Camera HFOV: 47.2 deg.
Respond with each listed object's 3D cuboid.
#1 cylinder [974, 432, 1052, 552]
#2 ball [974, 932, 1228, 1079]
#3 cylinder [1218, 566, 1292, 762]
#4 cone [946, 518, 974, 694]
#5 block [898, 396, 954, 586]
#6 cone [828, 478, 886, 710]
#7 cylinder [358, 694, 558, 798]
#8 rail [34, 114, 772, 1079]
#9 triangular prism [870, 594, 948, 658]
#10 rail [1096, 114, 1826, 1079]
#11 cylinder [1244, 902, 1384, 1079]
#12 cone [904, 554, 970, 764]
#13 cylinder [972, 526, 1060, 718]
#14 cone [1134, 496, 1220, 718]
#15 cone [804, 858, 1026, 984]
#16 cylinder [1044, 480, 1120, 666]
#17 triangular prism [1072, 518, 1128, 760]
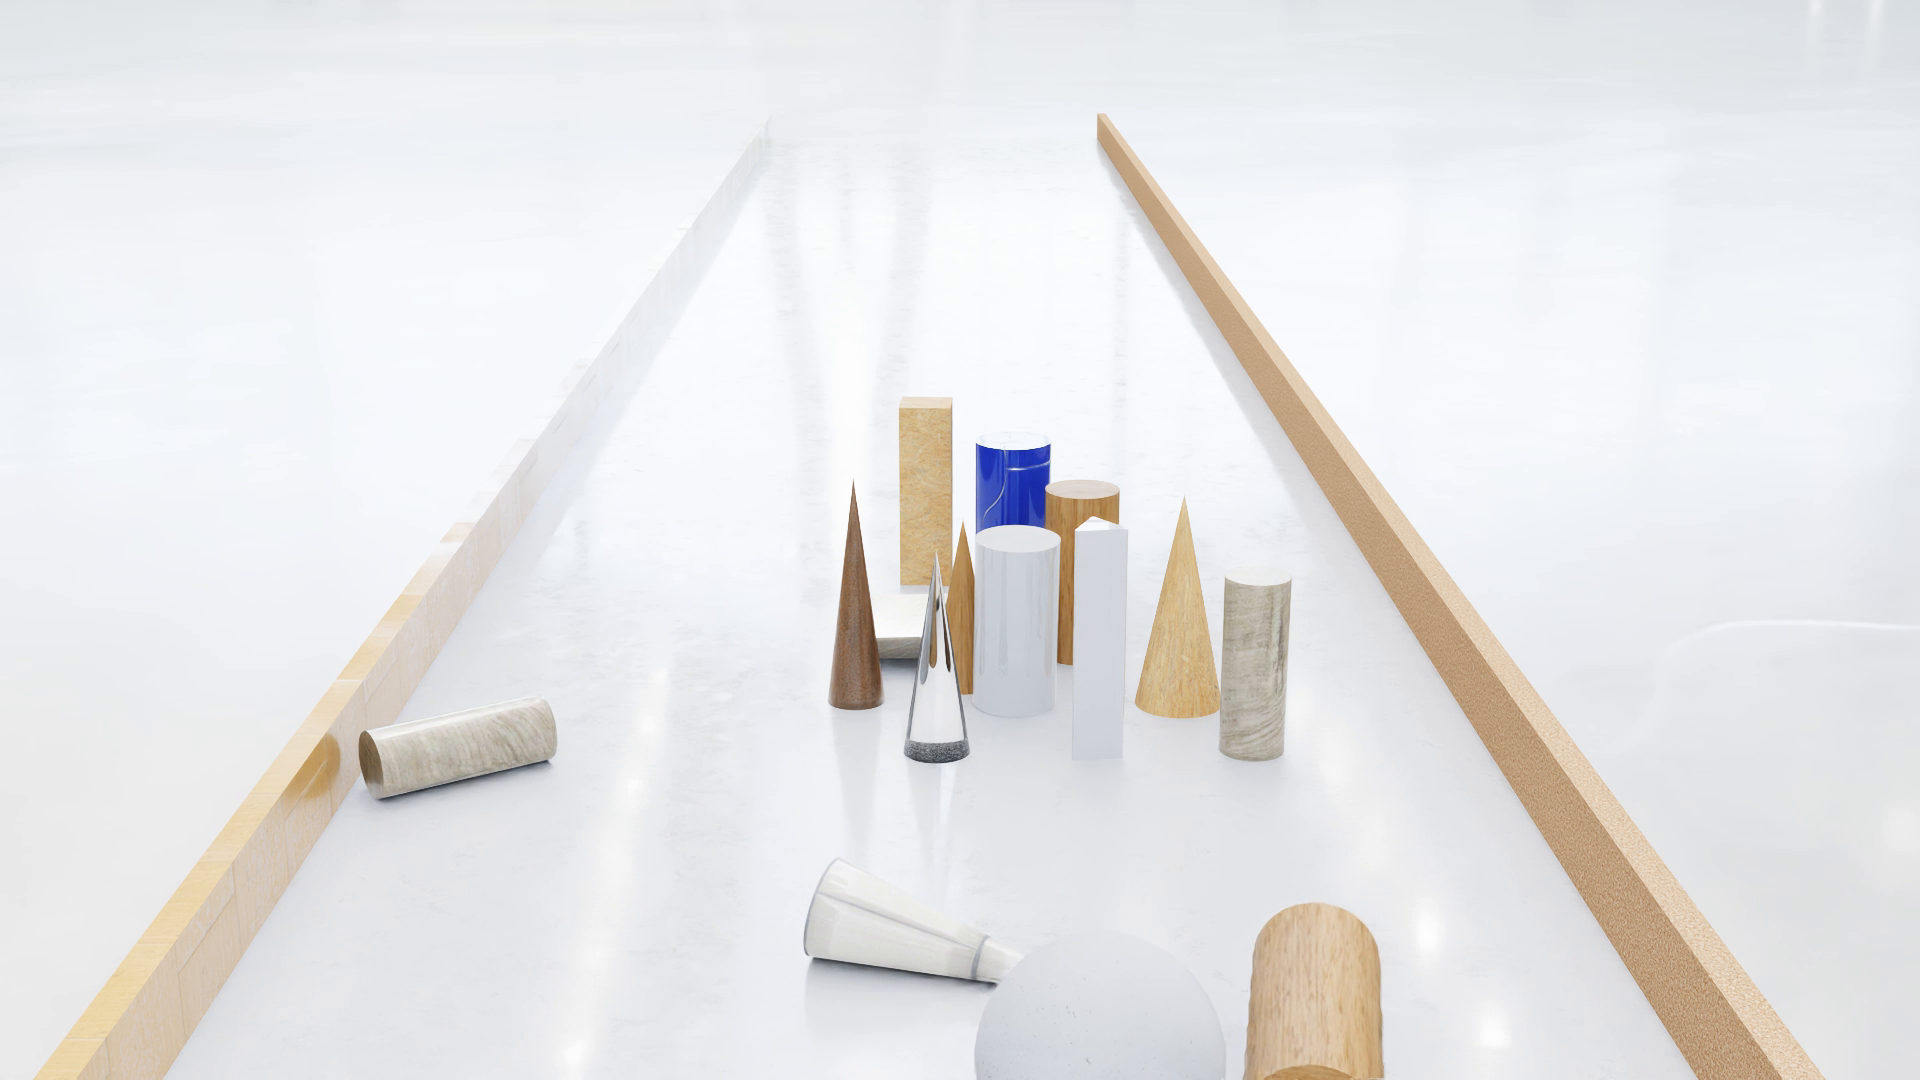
[{"bbox_3d":[0.112,-0.026,4.648,0.160,0.380,0.160,0,17,0],"label":"cylinder"},{"bbox_3d":[0.167,0.619,2.618,0.300,0.300,0.300,0,17,0],"label":"ball"},{"bbox_3d":[0.524,0.220,3.912,0.117,0.328,0.117,0,17,0],"label":"cylinder"},{"bbox_3d":[0.006,0.118,4.240,0.129,0.336,0.129,0,17,0],"label":"cone"},{"bbox_3d":[-0.075,-0.109,4.883,0.112,0.404,0.112,1,17,3],"label":"block"},{"bbox_3d":[-0.198,0.093,4.136,0.111,0.444,0.111,0,17,0],"label":"cone"},{"bbox_3d":[-0.870,0.356,3.820,0.316,0.119,0.119,-11,20,-33],"label":"cylinder"},{"bbox_3d":[-1.118,-0.838,7.780,0.050,0.150,12.000,0,17,-1],"label":"rail"},{"bbox_3d":[-0.020,0.161,4.392,0.366,0.111,0.128,-1,-19,-3],"label":"triangular prism"},{"bbox_3d":[0.932,-0.844,7.801,0.050,0.150,12.000,0,17,-1],"label":"rail"},{"bbox_3d":[0.451,0.634,2.798,0.171,0.171,0.434,3,17,9],"label":"cylinder"},{"bbox_3d":[-0.042,0.197,3.899,0.121,0.380,0.121,0,17,0],"label":"cone"},{"bbox_3d":[0.105,0.152,4.133,0.159,0.326,0.159,1,19,0],"label":"cylinder"},{"bbox_3d":[0.415,0.111,4.126,0.166,0.415,0.166,0,17,0],"label":"cone"},{"bbox_3d":[0.006,0.586,3.128,0.435,0.148,0.148,15,20,15],"label":"cone"},{"bbox_3d":[0.243,0.064,4.404,0.148,0.345,0.148,0,17,0],"label":"cylinder"},{"bbox_3d":[0.240,0.174,3.895,0.092,0.425,0.080,-2,17,-8],"label":"triangular prism"}]
